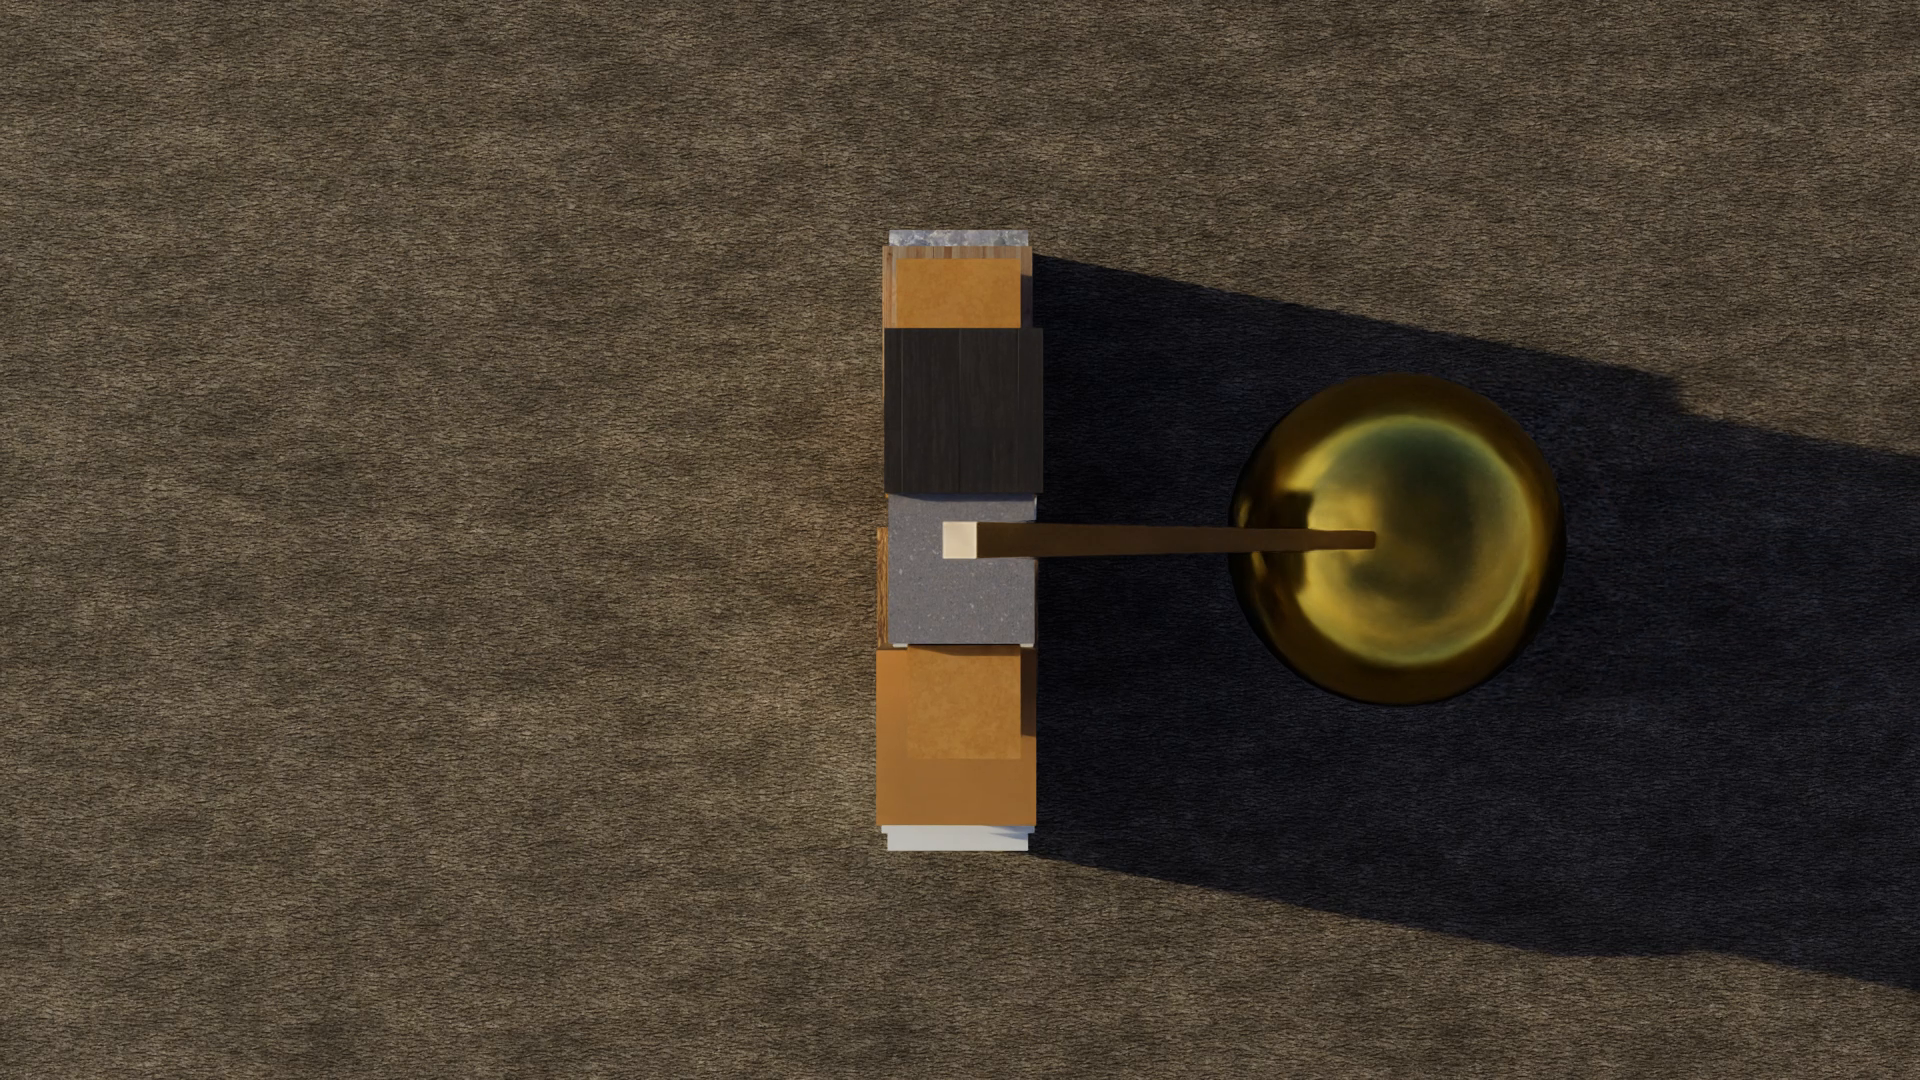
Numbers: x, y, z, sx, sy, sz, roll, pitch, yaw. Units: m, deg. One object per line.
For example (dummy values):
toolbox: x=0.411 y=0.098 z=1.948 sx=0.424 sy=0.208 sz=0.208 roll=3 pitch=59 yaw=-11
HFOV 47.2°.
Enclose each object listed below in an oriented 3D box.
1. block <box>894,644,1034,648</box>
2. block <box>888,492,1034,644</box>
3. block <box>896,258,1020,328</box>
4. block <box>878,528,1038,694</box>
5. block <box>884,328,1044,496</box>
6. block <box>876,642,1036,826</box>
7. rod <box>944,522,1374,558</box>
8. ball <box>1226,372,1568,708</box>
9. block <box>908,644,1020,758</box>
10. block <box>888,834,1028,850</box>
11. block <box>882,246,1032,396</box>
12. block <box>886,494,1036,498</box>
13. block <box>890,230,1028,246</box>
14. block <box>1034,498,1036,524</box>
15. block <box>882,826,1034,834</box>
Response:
block: x=0.016 y=0.168 z=11.187 sx=0.689 sy=0.710 sz=0.711 roll=0 pitch=91 yaw=0
block: x=0.007 y=0.127 z=9.773 sx=0.631 sy=0.542 sz=0.652 roll=0 pitch=89 yaw=0
block: x=-0.007 y=-1.071 z=10.974 sx=0.602 sy=0.583 sz=0.591 roll=0 pitch=90 yaw=0
block: x=-0.013 y=0.390 z=12.612 sx=0.896 sy=0.776 sz=0.922 roll=0 pitch=90 yaw=0
block: x=0.016 y=-0.558 z=9.740 sx=0.684 sy=0.561 sz=0.709 roll=0 pitch=90 yaw=0
block: x=-0.017 y=0.948 z=10.909 sx=0.765 sy=0.766 sz=0.838 roll=0 pitch=90 yaw=0
rod: x=0.899 y=0.000 z=7.316 sx=0.080 sy=5.200 sz=0.080 roll=0 pitch=90 yaw=20
ball: x=2.074 y=0.000 z=10.506 sx=1.600 sy=1.600 sz=1.600 roll=0 pitch=90 yaw=0
block: x=0.017 y=0.705 z=9.802 sx=0.492 sy=0.475 sz=0.494 roll=0 pitch=90 yaw=0
block: x=-0.011 y=1.283 z=12.543 sx=0.772 sy=0.915 sz=0.846 roll=0 pitch=90 yaw=0
block: x=-0.012 y=-1.121 z=11.682 sx=0.769 sy=0.833 sz=0.769 roll=0 pitch=90 yaw=0
block: x=0.004 y=-0.500 z=10.337 sx=0.687 sy=0.632 sz=0.610 roll=0 pitch=90 yaw=0
block: x=-0.007 y=-1.284 z=12.549 sx=0.765 sy=0.902 sz=0.844 roll=0 pitch=90 yaw=0
block: x=0.020 y=-0.339 z=11.875 sx=0.767 sy=0.670 sz=0.774 roll=0 pitch=90 yaw=0
block: x=-0.010 y=1.108 z=11.689 sx=0.786 sy=0.793 sz=0.794 roll=0 pitch=90 yaw=0
